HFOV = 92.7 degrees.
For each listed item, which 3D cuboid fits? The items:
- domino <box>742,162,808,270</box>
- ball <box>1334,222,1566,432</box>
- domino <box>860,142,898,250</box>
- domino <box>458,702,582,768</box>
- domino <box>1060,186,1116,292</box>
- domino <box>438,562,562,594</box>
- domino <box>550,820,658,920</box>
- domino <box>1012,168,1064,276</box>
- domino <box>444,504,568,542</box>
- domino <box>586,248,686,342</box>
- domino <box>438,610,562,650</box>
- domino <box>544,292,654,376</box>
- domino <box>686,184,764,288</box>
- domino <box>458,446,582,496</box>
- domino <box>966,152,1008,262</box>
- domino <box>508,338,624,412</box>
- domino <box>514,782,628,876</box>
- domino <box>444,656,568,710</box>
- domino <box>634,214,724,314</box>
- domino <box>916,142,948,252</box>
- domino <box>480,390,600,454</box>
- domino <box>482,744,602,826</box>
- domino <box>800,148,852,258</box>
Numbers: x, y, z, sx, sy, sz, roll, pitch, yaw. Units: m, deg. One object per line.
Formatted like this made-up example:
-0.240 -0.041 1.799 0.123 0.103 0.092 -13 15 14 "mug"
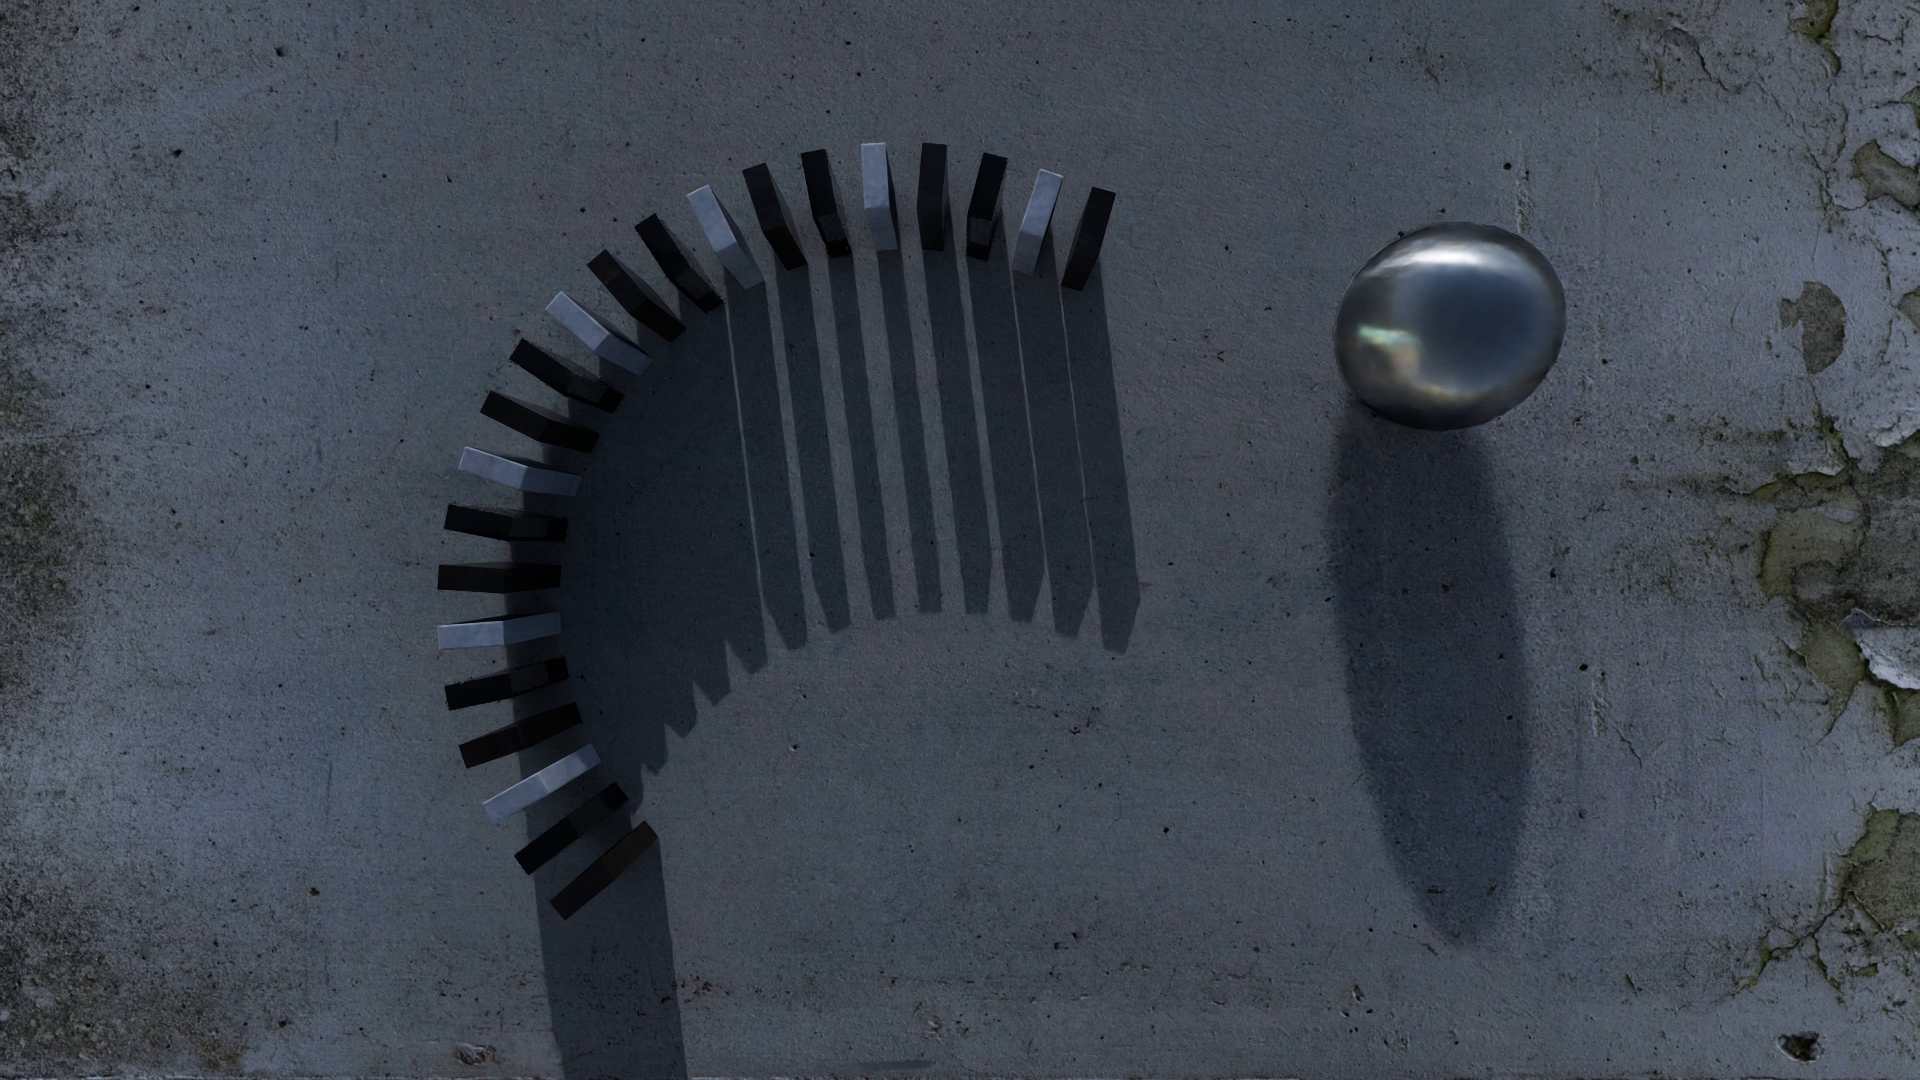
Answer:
-0.075 -0.131 0.375 0.010 0.050 0.025 -18 90 0 "domino"
0.191 -0.083 0.360 0.080 0.080 0.080 0 90 0 "ball"
-0.032 -0.139 0.375 0.010 0.050 0.025 -4 90 0 "domino"
-0.178 0.079 0.375 0.025 0.050 0.010 -19 90 0 "domino"
0.052 -0.122 0.375 0.010 0.050 0.025 16 90 0 "domino"
-0.187 0.015 0.375 0.025 0.050 0.009 4 90 0 "domino"
-0.144 0.134 0.375 0.025 0.050 0.009 -39 90 0 "domino"
0.031 -0.129 0.375 0.010 0.050 0.025 19 90 0 "domino"
-0.184 -0.007 0.375 0.025 0.050 0.009 11 90 0 "domino"
-0.131 -0.099 0.375 0.010 0.050 0.025 -41 90 0 "domino"
-0.187 0.037 0.375 0.025 0.050 0.009 -4 90 0 "domino"
-0.146 -0.083 0.375 0.025 0.050 0.010 41 90 0 "domino"
-0.095 -0.123 0.375 0.010 0.050 0.025 -26 90 0 "domino"
-0.179 -0.027 0.375 0.025 0.050 0.010 18 90 0 "domino"
0.010 -0.135 0.375 0.010 0.050 0.025 15 90 0 "domino"
-0.159 -0.066 0.375 0.025 0.050 0.010 34 90 0 "domino"
-0.158 0.117 0.375 0.025 0.050 0.009 -37 90 0 "domino"
-0.184 0.058 0.375 0.025 0.050 0.009 -12 90 0 "domino"
-0.114 -0.112 0.375 0.009 0.050 0.025 -34 90 0 "domino"
-0.011 -0.139 0.375 0.009 0.050 0.025 5 90 0 "domino"
-0.170 -0.047 0.375 0.025 0.050 0.010 26 90 0 "domino"
-0.170 0.099 0.375 0.025 0.050 0.009 -29 90 0 "domino"
-0.054 -0.136 0.375 0.009 0.050 0.025 -11 90 0 "domino"
